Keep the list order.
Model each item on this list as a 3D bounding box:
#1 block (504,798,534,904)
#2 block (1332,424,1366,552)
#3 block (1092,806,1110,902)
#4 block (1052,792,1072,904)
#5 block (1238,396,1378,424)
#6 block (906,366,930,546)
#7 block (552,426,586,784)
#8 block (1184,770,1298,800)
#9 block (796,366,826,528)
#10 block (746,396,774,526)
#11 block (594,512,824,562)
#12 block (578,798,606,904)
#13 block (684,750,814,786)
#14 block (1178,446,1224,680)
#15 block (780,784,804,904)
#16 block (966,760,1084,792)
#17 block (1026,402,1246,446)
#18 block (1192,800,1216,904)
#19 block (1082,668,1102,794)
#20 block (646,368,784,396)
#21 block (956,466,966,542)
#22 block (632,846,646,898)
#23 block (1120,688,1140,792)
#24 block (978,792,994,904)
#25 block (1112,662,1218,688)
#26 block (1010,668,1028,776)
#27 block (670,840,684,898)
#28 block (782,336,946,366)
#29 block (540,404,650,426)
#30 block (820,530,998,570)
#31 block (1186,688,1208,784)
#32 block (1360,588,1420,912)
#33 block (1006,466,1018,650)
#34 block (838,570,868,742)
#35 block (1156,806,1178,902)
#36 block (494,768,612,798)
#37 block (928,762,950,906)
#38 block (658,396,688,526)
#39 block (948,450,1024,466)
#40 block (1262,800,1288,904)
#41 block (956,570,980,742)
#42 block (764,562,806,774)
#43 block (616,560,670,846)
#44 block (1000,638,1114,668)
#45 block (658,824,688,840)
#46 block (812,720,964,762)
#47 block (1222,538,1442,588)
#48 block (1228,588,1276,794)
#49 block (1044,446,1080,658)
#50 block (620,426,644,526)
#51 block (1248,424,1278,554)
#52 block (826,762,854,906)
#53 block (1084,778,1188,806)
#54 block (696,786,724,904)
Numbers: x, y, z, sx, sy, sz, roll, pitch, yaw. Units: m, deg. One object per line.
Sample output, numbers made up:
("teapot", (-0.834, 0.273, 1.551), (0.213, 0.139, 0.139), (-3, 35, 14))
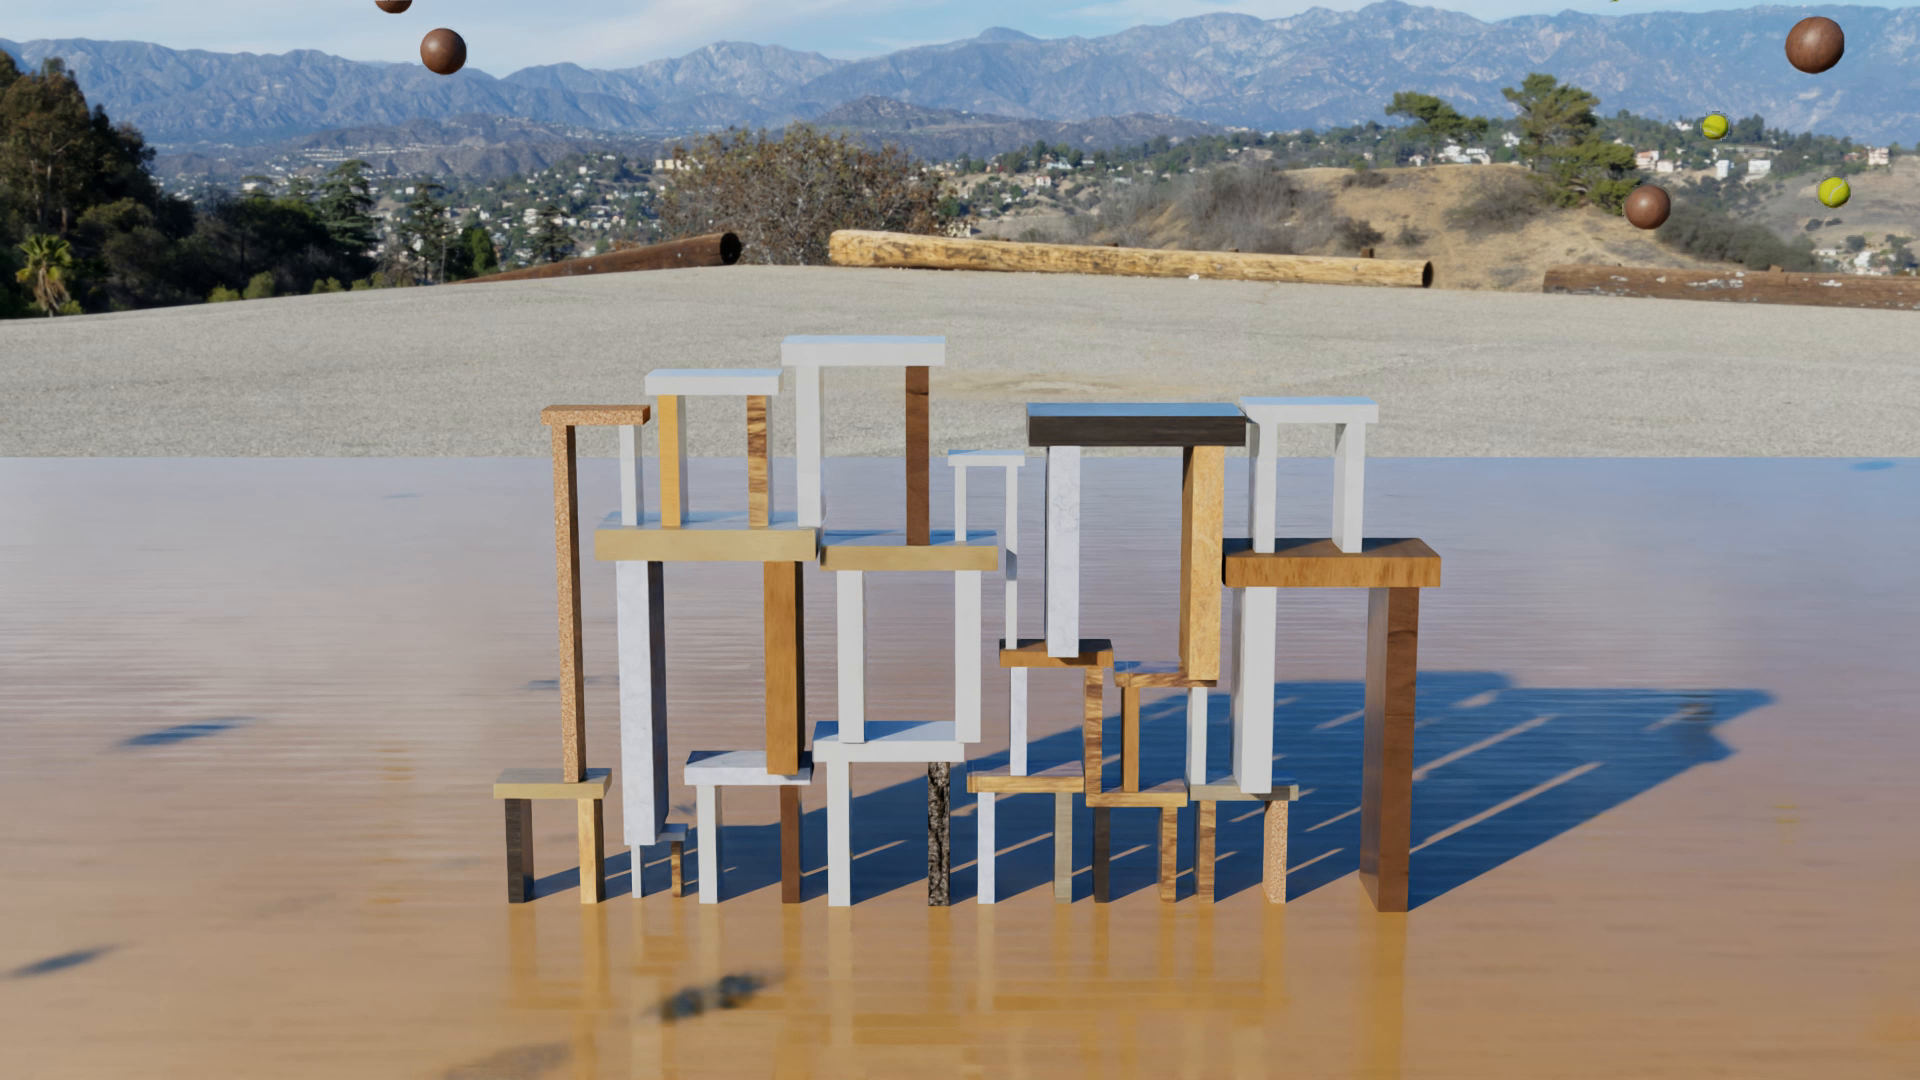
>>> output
("block", (-0.731, 0.502, 3.651), (0.025, 0.179, 0.090), (0, 11, 0))
("block", (0.626, -0.092, 3.543), (0.030, 0.209, 0.104), (0, 11, 0))
("block", (0.234, 0.510, 3.651), (0.023, 0.165, 0.082), (0, 11, 0))
("block", (0.170, 0.497, 3.651), (0.027, 0.190, 0.095), (0, 11, 0))
("block", (0.556, -0.209, 3.521), (0.209, 0.030, 0.104), (0, 11, 0))
("block", (-0.067, -0.143, 3.533), (0.036, 0.285, 0.128), (0, 11, 0))
("block", (-0.635, 0.100, 3.575), (0.023, 0.589, 0.081), (0, 11, 0))
("block", (0.464, 0.405, 3.631), (0.176, 0.025, 0.088), (0, 11, 0))
("block", (-0.239, -0.157, 3.528), (0.036, 0.257, 0.128), (0, 10, 0))
("block", (-0.321, -0.135, 3.537), (0.030, 0.210, 0.105), (0, 11, 0))
("block", (-0.402, -0.007, 3.558), (0.349, 0.049, 0.175), (0, 11, 1))
("block", (-0.612, 0.502, 3.651), (0.025, 0.179, 0.090), (0, 11, 0))
("block", (-0.346, 0.375, 3.627), (0.204, 0.029, 0.102), (0, 11, 0))
("block", (0.391, 0.023, 3.565), (0.048, 0.376, 0.170), (0, 11, 0))
("block", (-0.279, 0.489, 3.653), (0.029, 0.204, 0.102), (0, 11, -1))
("block", (0.106, 0.390, 3.631), (0.190, 0.027, 0.095), (0, 11, 0))
("block", (0.278, -0.186, 3.526), (0.339, 0.048, 0.170), (0, 11, 0))
("block", (0.405, 0.504, 3.650), (0.025, 0.176, 0.088), (0, 11, 0))
("block", (0.217, 0.301, 3.615), (0.026, 0.211, 0.091), (0, 11, 0))
("block", (-0.390, -0.253, 3.513), (0.210, 0.030, 0.105), (0, 11, 0))
("block", (0.001, -0.064, 3.550), (0.017, 0.122, 0.061), (0, 11, 0))
("block", (-0.536, 0.541, 3.663), (0.014, 0.099, 0.049), (0, 11, 0))
("block", (0.279, 0.318, 3.618), (0.023, 0.177, 0.082), (0, 11, 0))
("block", (0.043, 0.497, 3.651), (0.027, 0.190, 0.095), (0, 11, 0))
("block", (0.334, 0.220, 3.600), (0.164, 0.023, 0.082), (0, 11, 0))
("block", (0.095, 0.287, 3.613), (0.026, 0.183, 0.091), (0, 11, 0))
("block", (-0.470, 0.541, 3.663), (0.014, 0.099, 0.050), (0, 11, 0))
("block", (-0.151, -0.302, 3.504), (0.256, 0.036, 0.128), (0, 10, 0))
("block", (-0.582, -0.200, 3.517), (0.161, 0.023, 0.081), (0, 11, 1))
("block", (-0.081, 0.016, 3.564), (0.283, 0.040, 0.141), (0, 11, 0))
("block", (0.389, 0.312, 3.617), (0.023, 0.164, 0.082), (0, 11, 0))
("block", (0.704, 0.325, 3.616), (0.048, 0.541, 0.170), (0, 11, 0))
("block", (0.083, 0.024, 3.565), (0.017, 0.300, 0.061), (0, 11, 0))
("block", (-0.175, 0.175, 3.593), (0.040, 0.283, 0.141), (0, 11, 0))
("block", (0.344, 0.510, 3.651), (0.023, 0.165, 0.082), (0, 11, 0))
("block", (-0.671, 0.402, 3.632), (0.179, 0.025, 0.090), (0, 11, 0))
("block", (-0.034, 0.469, 3.648), (0.035, 0.246, 0.123), (0, 11, 0))
("block", (-0.461, -0.135, 3.537), (0.030, 0.210, 0.105), (0, 11, 1))
("block", (0.042, -0.132, 3.537), (0.122, 0.017, 0.061), (0, 11, 0))
("block", (0.523, 0.504, 3.650), (0.025, 0.176, 0.088), (0, 11, 0))
("block", (0.013, 0.175, 3.594), (0.040, 0.283, 0.141), (0, 11, 0))
("block", (-0.286, 0.190, 3.591), (0.049, 0.349, 0.175), (0, 11, 0))
("block", (-0.519, 0.248, 3.608), (0.049, 0.469, 0.175), (0, 11, 0))
("block", (0.156, 0.184, 3.594), (0.183, 0.026, 0.091), (0, 11, 0))
("block", (-0.504, 0.485, 3.652), (0.099, 0.014, 0.049), (0, 11, 0))
("block", (-0.116, 0.331, 3.622), (0.246, 0.035, 0.123), (0, 11, 0))
("block", (0.591, 0.036, 3.562), (0.339, 0.048, 0.170), (0, 11, 0))
("block", (0.478, 0.226, 3.597), (0.048, 0.339, 0.170), (0, 10, 0))
("block", (0.165, 0.005, 3.562), (0.048, 0.339, 0.170), (0, 11, 0))
("block", (-0.527, -0.110, 3.533), (0.023, 0.161, 0.081), (0, 11, 0))
("block", (0.487, -0.091, 3.542), (0.030, 0.209, 0.104), (0, 11, 0))
("block", (-0.198, 0.469, 3.648), (0.035, 0.246, 0.123), (0, 11, 0))
("block", (0.289, 0.417, 3.634), (0.165, 0.023, 0.082), (0, 11, 0))
("block", (-0.415, 0.489, 3.653), (0.029, 0.204, 0.102), (0, 11, 0))
